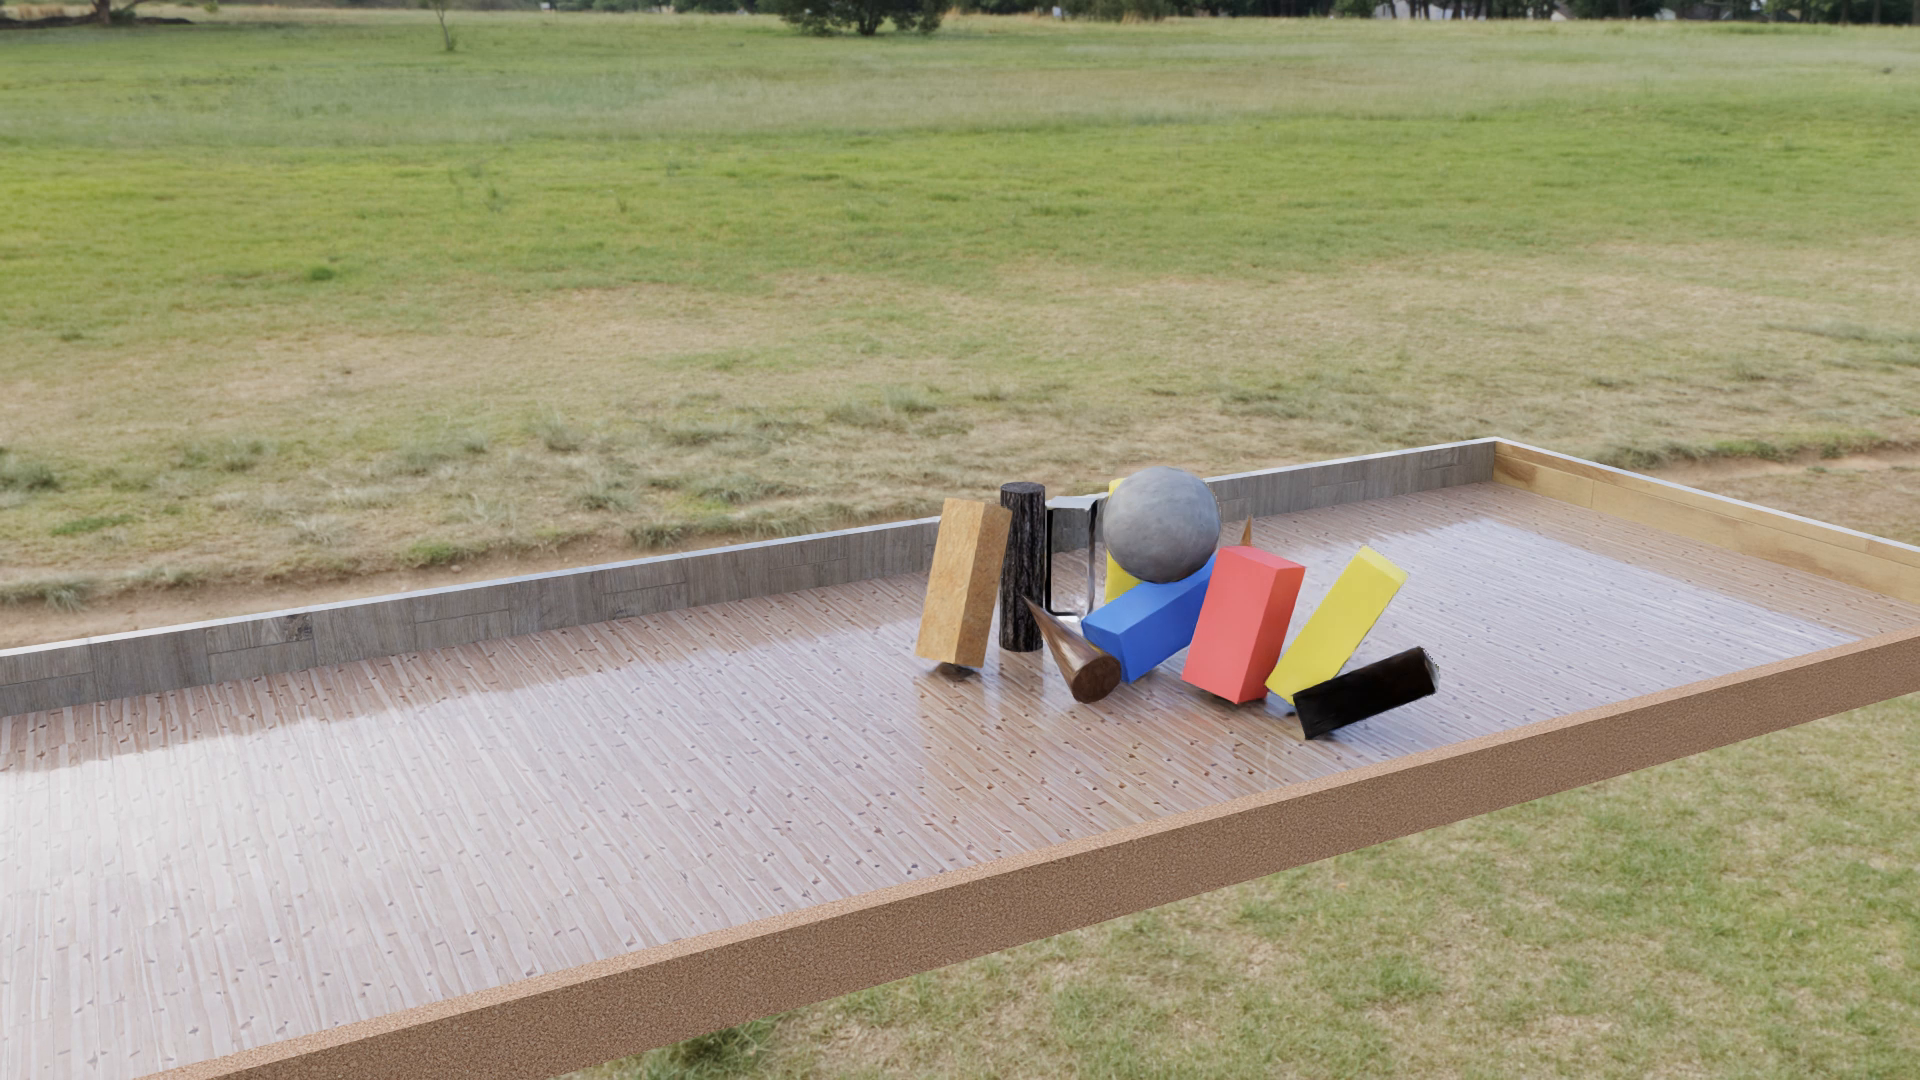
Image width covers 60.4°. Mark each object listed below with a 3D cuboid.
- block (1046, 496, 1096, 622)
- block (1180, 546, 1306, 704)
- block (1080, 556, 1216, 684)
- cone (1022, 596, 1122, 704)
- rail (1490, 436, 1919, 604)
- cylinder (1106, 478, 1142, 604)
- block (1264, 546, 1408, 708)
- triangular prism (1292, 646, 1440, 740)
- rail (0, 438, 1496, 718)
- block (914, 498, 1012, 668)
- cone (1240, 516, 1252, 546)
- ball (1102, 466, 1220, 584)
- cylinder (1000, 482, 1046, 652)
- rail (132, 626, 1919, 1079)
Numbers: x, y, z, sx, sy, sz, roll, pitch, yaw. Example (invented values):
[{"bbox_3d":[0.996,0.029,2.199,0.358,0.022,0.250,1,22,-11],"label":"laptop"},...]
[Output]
[{"bbox_3d":[0.309,0.053,4.596,0.117,0.326,0.117,4,17,14],"label":"block"},{"bbox_3d":[0.686,0.201,3.990,0.159,0.338,0.159,23,15,34],"label":"block"},{"bbox_3d":[0.523,0.193,4.250,0.416,0.143,0.143,-29,28,-29],"label":"block"},{"bbox_3d":[0.245,0.239,4.106,0.140,0.140,0.378,-9,36,-27],"label":"cone"},{"bbox_3d":[2.466,-0.048,5.253,0.050,0.150,2.100,-9,18,-27],"label":"rail"},{"bbox_3d":[0.443,0.068,4.333,0.116,0.446,0.116,0,16,0],"label":"cylinder"},{"bbox_3d":[0.889,0.214,3.900,0.123,0.388,0.123,37,21,15],"label":"block"},{"bbox_3d":[0.923,0.340,3.769,0.315,0.096,0.111,-25,5,24],"label":"triangular prism"},{"bbox_3d":[-3.305,0.497,3.399,12.000,0.150,0.050,-9,18,-27],"label":"rail"},{"bbox_3d":[0.010,0.110,4.212,0.126,0.411,0.126,9,-4,37],"label":"block"},{"bbox_3d":[0.702,0.132,4.154,0.138,0.405,0.138,6,9,-1],"label":"cone"},{"bbox_3d":[0.499,-0.037,4.092,0.292,0.292,0.292,0,16,0],"label":"ball"},{"bbox_3d":[0.164,0.071,4.343,0.117,0.434,0.117,0,16,0],"label":"cylinder"},{"bbox_3d":[-2.336,1.006,1.665,12.000,0.150,0.050,-9,18,-27],"label":"rail"}]
